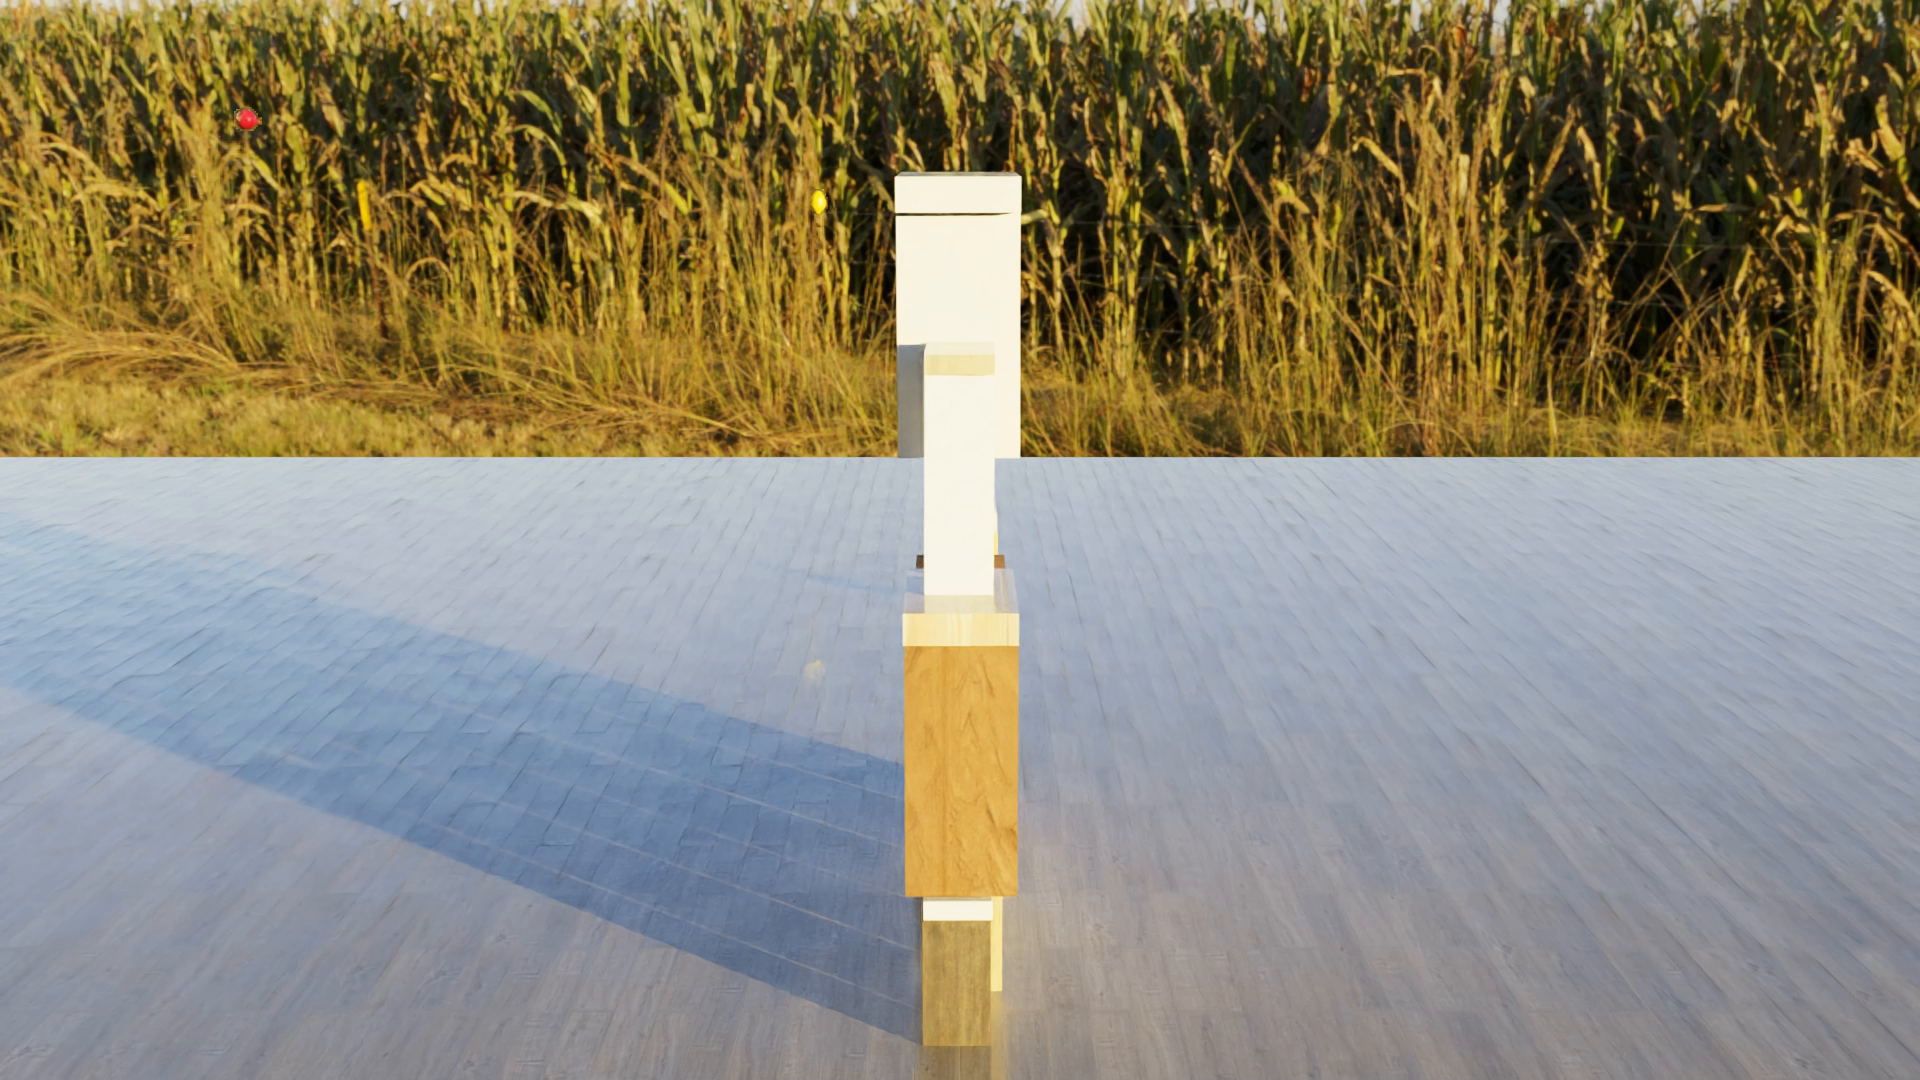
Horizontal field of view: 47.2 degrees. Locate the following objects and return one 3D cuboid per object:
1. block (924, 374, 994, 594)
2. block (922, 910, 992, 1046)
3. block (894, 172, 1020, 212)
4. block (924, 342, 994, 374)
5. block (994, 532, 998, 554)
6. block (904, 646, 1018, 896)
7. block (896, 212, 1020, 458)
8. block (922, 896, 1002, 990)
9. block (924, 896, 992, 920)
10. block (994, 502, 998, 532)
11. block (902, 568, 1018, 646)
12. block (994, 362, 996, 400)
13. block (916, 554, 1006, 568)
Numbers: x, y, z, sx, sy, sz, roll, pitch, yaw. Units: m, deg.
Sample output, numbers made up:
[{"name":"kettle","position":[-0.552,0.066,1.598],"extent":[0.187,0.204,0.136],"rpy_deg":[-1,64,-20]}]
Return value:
[{"name":"block","position":[-0.001,-0.078,3.022],"extent":[0.095,0.307,0.027],"rpy_deg":[0,10,0]},{"name":"block","position":[-0.004,0.608,3.055],"extent":[0.095,0.189,0.027],"rpy_deg":[0,11,0]},{"name":"block","position":[-0.003,-0.521,3.285],"extent":[0.178,0.050,0.356],"rpy_deg":[0,11,0]},{"name":"block","position":[0.000,-0.253,3.055],"extent":[0.095,0.027,0.191],"rpy_deg":[0,10,0]},{"name":"block","position":[0.002,0.109,4.017],"extent":[0.131,0.263,0.037],"rpy_deg":[0,11,0]},{"name":"block","position":[0.002,0.309,3.011],"extent":[0.154,0.361,0.044],"rpy_deg":[0,11,0]},{"name":"block","position":[-0.002,-0.299,3.206],"extent":[0.178,0.356,0.050],"rpy_deg":[0,11,0]},{"name":"block","position":[0.003,0.548,3.249],"extent":[0.118,0.236,0.033],"rpy_deg":[0,11,0]},{"name":"block","position":[-0.004,0.490,3.100],"extent":[0.094,0.027,0.189],"rpy_deg":[0,11,0]},{"name":"block","position":[-0.002,-0.055,4.077],"extent":[0.131,0.037,0.263],"rpy_deg":[-1,10,-1]},{"name":"block","position":[0.001,0.091,3.074],"extent":[0.154,0.044,0.308],"rpy_deg":[0,11,0]},{"name":"block","position":[0.002,-0.158,3.137],"extent":[0.095,0.191,0.027],"rpy_deg":[1,10,1]},{"name":"block","position":[0.001,0.069,3.372],"extent":[0.139,0.039,0.278],"rpy_deg":[0,11,0]}]
